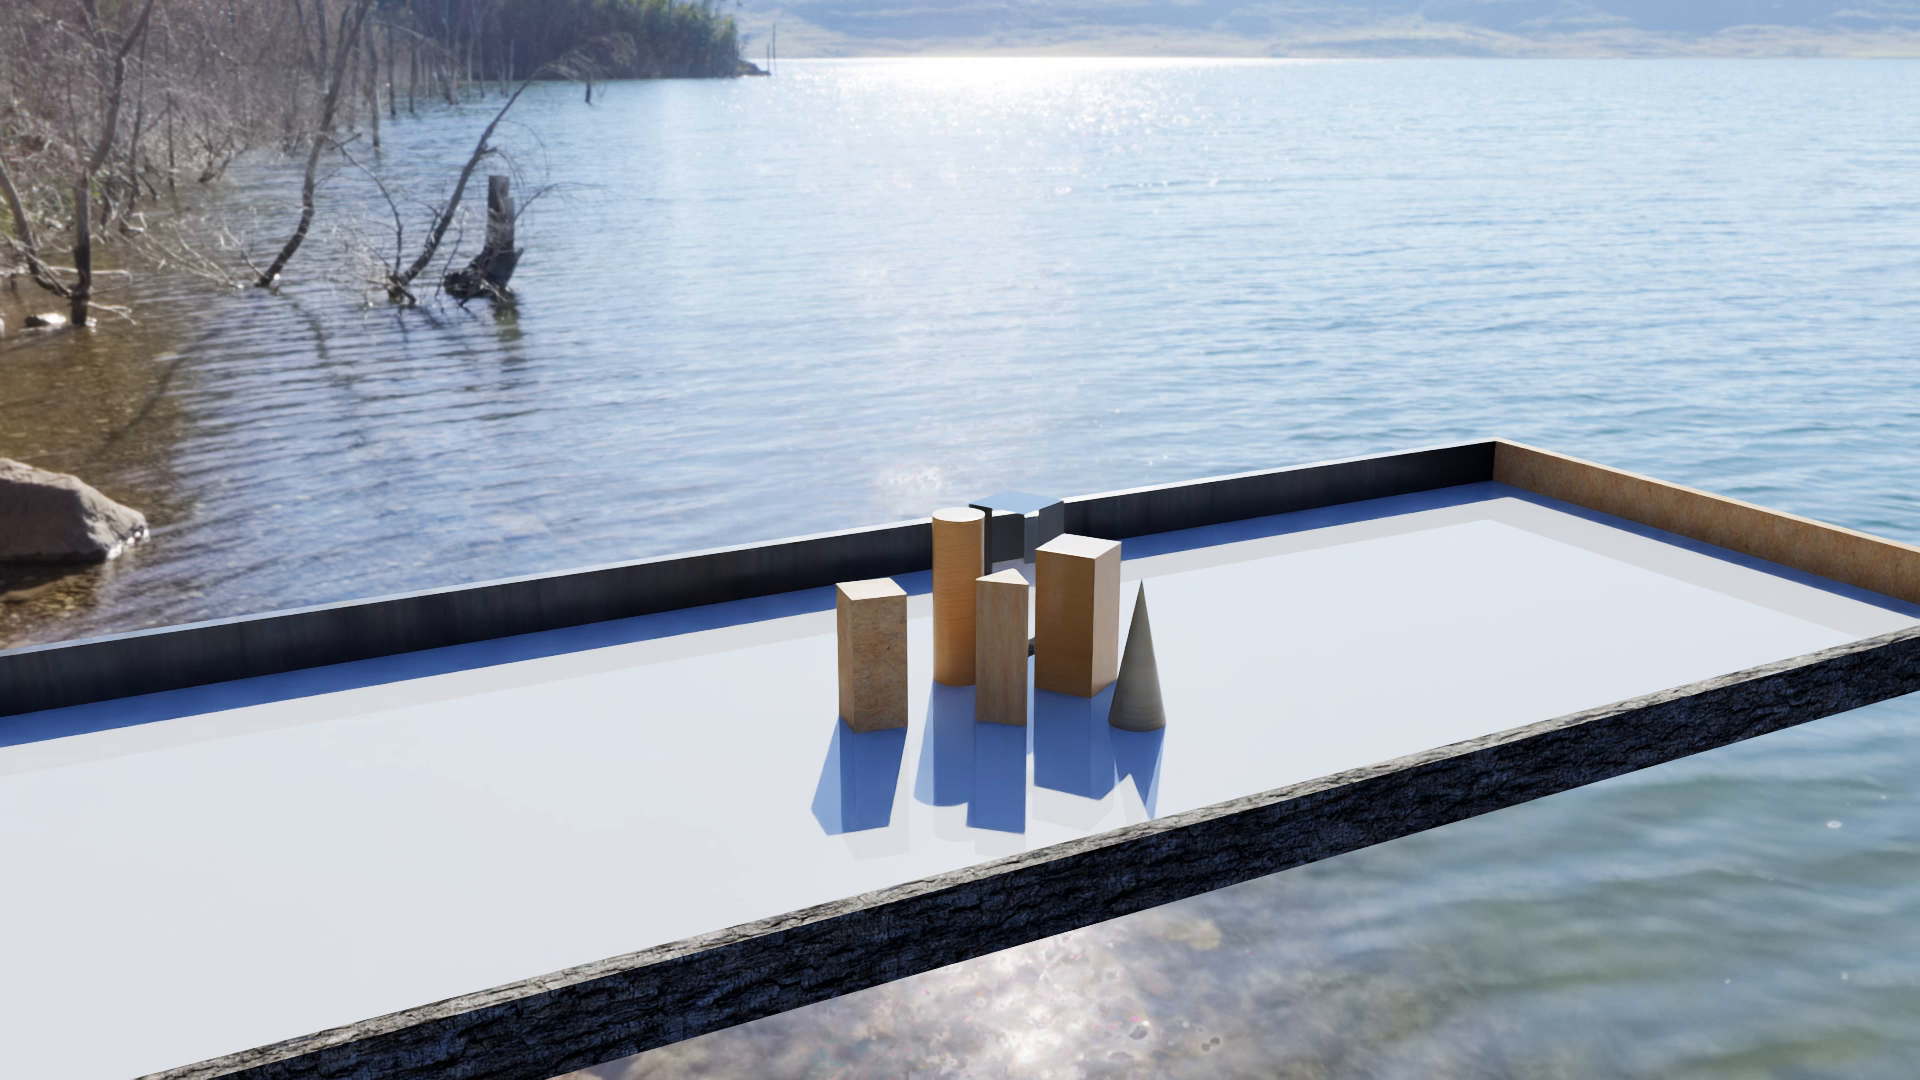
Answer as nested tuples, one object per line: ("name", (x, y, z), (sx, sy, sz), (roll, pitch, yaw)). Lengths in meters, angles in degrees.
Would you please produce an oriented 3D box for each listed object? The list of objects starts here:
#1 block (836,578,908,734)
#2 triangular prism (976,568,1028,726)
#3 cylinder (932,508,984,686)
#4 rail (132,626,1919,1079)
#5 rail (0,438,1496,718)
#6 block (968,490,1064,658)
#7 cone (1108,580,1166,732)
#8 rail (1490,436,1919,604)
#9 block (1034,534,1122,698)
("block", (-0.205, 0.269, 3.860), (0.131, 0.326, 0.131), (-6, 17, -19))
("triangular prism", (0.111, 0.249, 3.888), (0.124, 0.349, 0.107), (5, 17, 16))
("cylinder", (-0.004, 0.142, 4.114), (0.130, 0.428, 0.130), (0, 16, 0))
("rail", (-2.336, 1.006, 1.665), (12.000, 0.150, 0.050), (-9, 18, -27))
("rail", (-3.305, 0.497, 3.399), (12.000, 0.150, 0.050), (-9, 18, -27))
("block", (0.148, 0.089, 4.356), (0.179, 0.393, 0.179), (12, 20, 36))
("cone", (0.419, 0.256, 3.851), (0.138, 0.357, 0.138), (0, 16, 0))
("rail", (2.466, -0.048, 5.253), (0.050, 0.150, 2.100), (-9, 18, -27))
("block", (0.291, 0.186, 4.085), (0.157, 0.359, 0.157), (9, 19, 28))
